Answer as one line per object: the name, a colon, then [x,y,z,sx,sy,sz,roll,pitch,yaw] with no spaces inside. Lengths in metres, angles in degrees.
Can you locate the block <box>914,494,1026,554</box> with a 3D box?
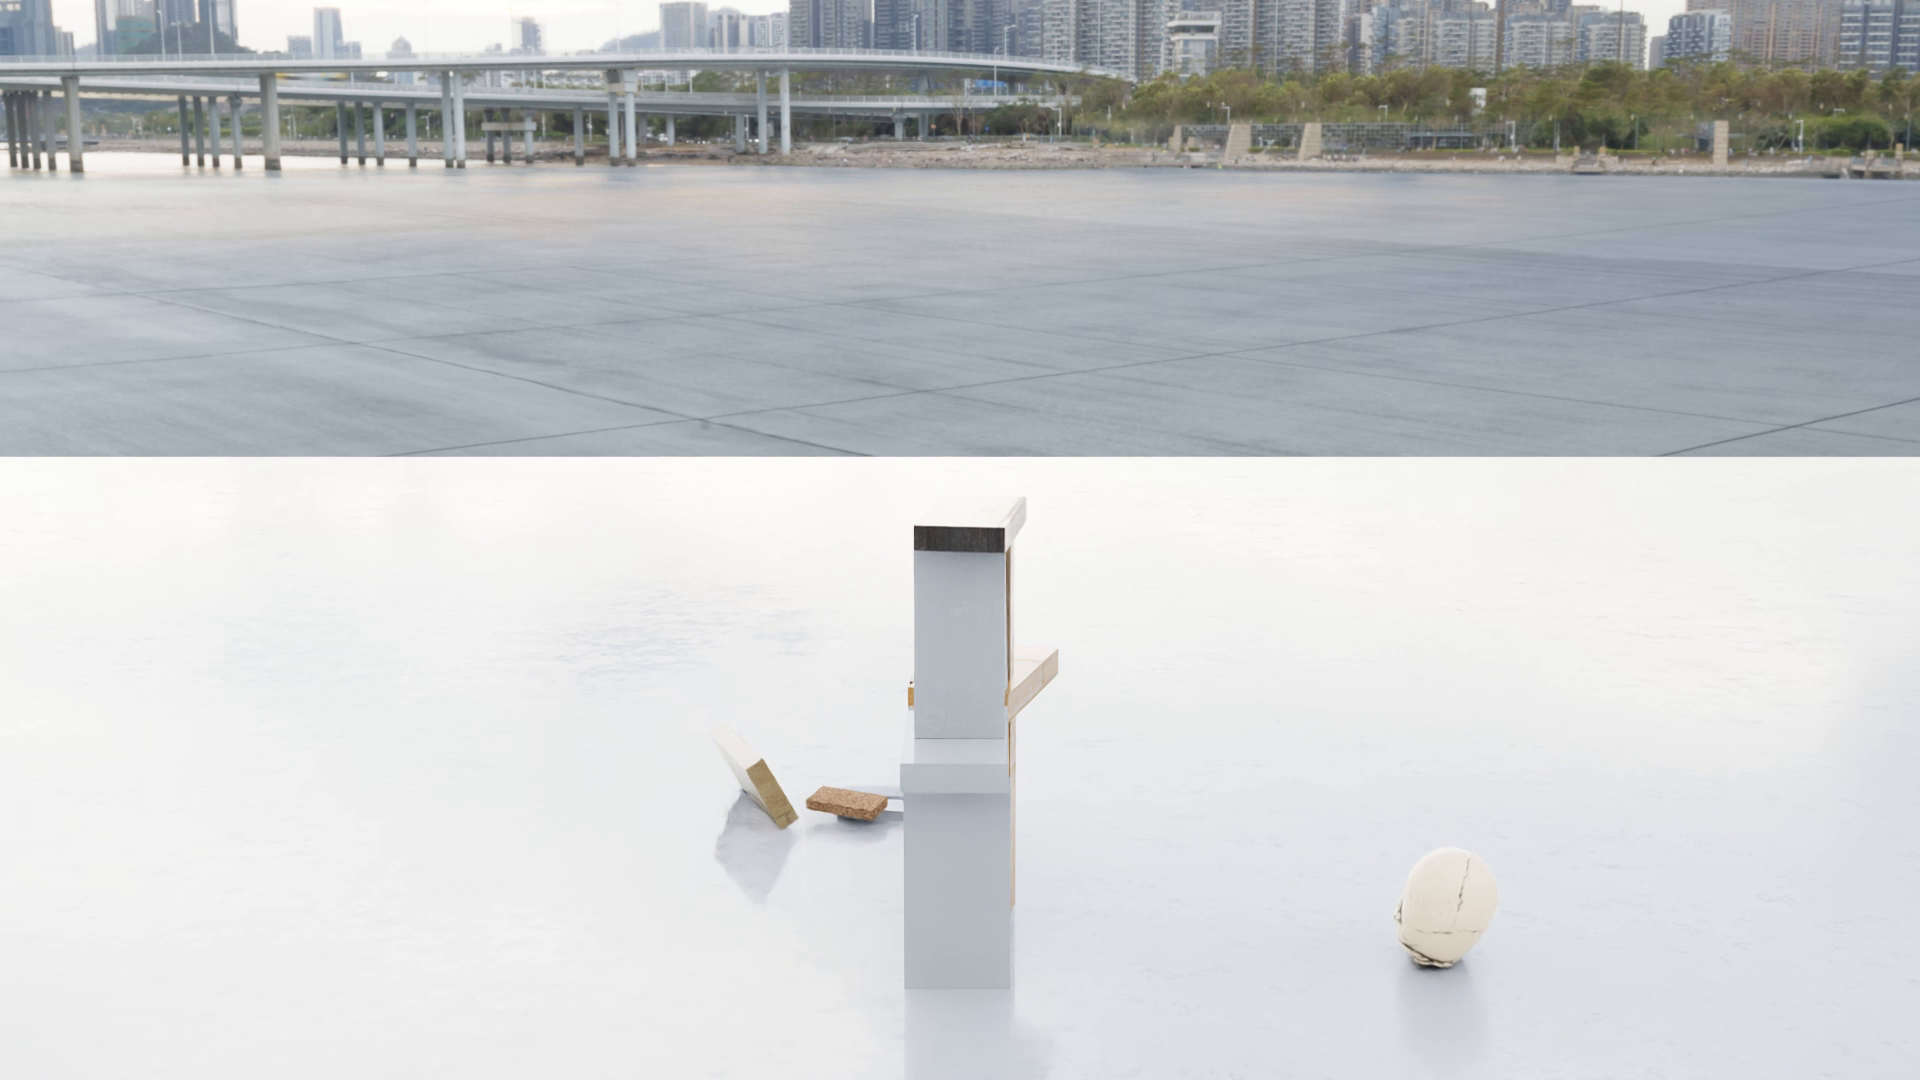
block: [0.018,-0.026,3.324,0.135,0.038,0.269,2,11,8]

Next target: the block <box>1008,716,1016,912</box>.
block: [0.005,0.437,3.585,0.166,0.332,0.047,2,11,12]

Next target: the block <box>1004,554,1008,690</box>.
block: [0.003,0.105,3.461,0.135,0.269,0.038,4,16,19]

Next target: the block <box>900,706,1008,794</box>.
block: [-0.006,0.313,3.317,0.157,0.044,0.313,0,11,1]

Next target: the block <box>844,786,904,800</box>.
block: [-0.153,0.486,4.178,0.135,0.019,0.067,0,11,0]

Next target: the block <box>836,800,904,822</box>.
block: [-0.156,0.501,4.094,0.135,0.019,0.067,2,11,10]

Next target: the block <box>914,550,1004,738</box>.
block: [-0.001,0.150,3.277,0.135,0.291,0.038,0,10,1]

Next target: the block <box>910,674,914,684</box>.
block: [-0.002,0.399,3.788,0.166,0.332,0.047,0,11,1]

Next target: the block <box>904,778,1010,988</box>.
block: [-0.004,0.508,3.253,0.157,0.313,0.044,0,11,0]

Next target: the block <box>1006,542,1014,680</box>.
block: [0.018,0.085,3.562,0.137,0.274,0.039,2,10,10]

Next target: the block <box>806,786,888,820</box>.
block: [-0.209,0.486,4.069,0.135,0.019,0.068,7,20,23]

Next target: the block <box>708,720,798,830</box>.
block: [-0.388,0.437,4.111,0.039,0.137,0.275,-33,19,-12]

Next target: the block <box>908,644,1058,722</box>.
block: [0.043,0.233,3.646,0.166,0.047,0.332,3,11,16]
